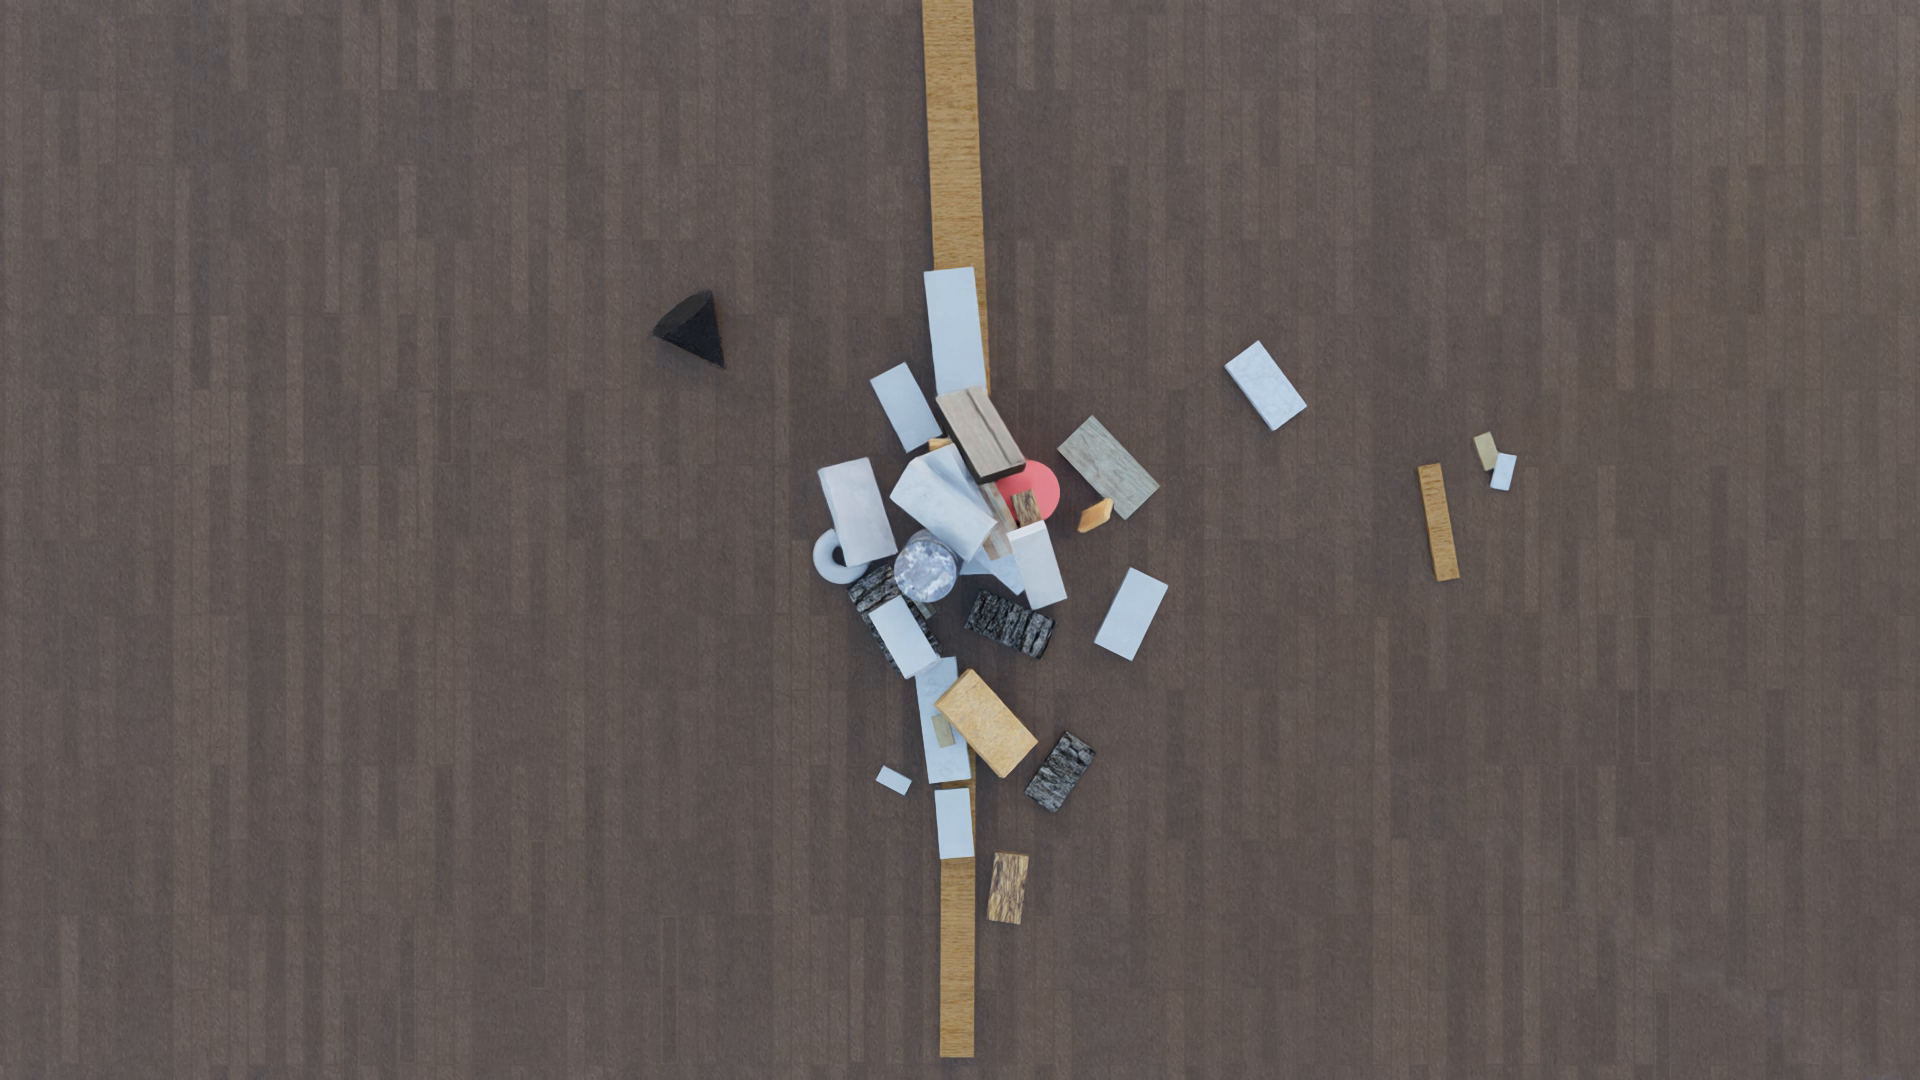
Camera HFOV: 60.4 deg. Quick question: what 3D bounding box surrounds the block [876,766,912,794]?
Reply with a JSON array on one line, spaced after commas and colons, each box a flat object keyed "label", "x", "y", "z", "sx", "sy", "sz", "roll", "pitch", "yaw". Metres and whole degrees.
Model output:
[{"label": "block", "x": -0.220, "y": 0.801, "z": 5.492, "sx": 0.107, "sy": 0.015, "sz": 0.054, "roll": 28, "pitch": 90, "yaw": 0}]

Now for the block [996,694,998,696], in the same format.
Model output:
[{"label": "block", "x": 0.073, "y": 0.540, "z": 5.469, "sx": 0.107, "sy": 0.015, "sz": 0.054, "roll": -4, "pitch": 92, "yaw": -25}]

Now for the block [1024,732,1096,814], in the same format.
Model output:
[{"label": "block", "x": 0.333, "y": 0.771, "z": 5.483, "sx": 0.123, "sy": 0.035, "sz": 0.247, "roll": 35, "pitch": 90, "yaw": 0}]

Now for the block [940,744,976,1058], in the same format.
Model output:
[{"label": "block", "x": -0.006, "y": 1.099, "z": 5.484, "sx": 0.113, "sy": 0.032, "sz": 1.233, "roll": 0, "pitch": 90, "yaw": 0}]

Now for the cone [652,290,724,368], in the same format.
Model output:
[{"label": "cone", "x": -0.846, "y": -0.658, "z": 5.447, "sx": 0.237, "sy": 0.237, "sz": 0.237, "roll": -36, "pitch": 117, "yaw": 0}]

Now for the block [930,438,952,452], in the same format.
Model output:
[{"label": "block", "x": -0.028, "y": -0.207, "z": 5.406, "sx": 0.135, "sy": 0.038, "sz": 0.271, "roll": -1, "pitch": 125, "yaw": 0}]

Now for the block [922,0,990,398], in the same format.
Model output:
[{"label": "block", "x": -0.012, "y": -1.134, "z": 5.476, "sx": 0.167, "sy": 0.047, "sz": 1.324, "roll": -3, "pitch": 90, "yaw": 0}]

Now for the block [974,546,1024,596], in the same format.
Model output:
[{"label": "block", "x": 0.125, "y": 0.015, "z": 5.411, "sx": 0.327, "sy": 0.046, "sz": 0.163, "roll": 41, "pitch": 116, "yaw": -8}]

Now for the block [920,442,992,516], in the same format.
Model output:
[{"label": "block", "x": -0.015, "y": -0.167, "z": 5.272, "sx": 0.135, "sy": 0.038, "sz": 0.269, "roll": -20, "pitch": 104, "yaw": 39}]

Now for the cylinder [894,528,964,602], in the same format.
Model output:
[{"label": "cylinder", "x": -0.099, "y": 0.080, "z": 5.376, "sx": 0.202, "sy": 0.202, "sz": 0.202, "roll": 2, "pitch": 104, "yaw": 7}]

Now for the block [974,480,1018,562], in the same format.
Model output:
[{"label": "block", "x": 0.097, "y": -0.073, "z": 5.302, "sx": 0.135, "sy": 0.038, "sz": 0.269, "roll": -19, "pitch": 104, "yaw": 39}]

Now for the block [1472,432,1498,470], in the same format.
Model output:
[{"label": "block", "x": 1.756, "y": -0.295, "z": 5.492, "sx": 0.059, "sy": 0.017, "sz": 0.117, "roll": -20, "pitch": 90, "yaw": 0}]

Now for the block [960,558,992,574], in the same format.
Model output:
[{"label": "block", "x": 0.073, "y": 0.072, "z": 5.481, "sx": 0.160, "sy": 0.023, "sz": 0.080, "roll": -2, "pitch": 101, "yaw": 0}]

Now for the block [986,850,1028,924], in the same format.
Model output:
[{"label": "block", "x": 0.158, "y": 1.155, "z": 5.484, "sx": 0.112, "sy": 0.032, "sz": 0.225, "roll": 8, "pitch": 90, "yaw": 0}]

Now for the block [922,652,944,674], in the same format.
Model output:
[{"label": "block", "x": -0.130, "y": 0.352, "z": 5.436, "sx": 0.080, "sy": 0.023, "sz": 0.160, "roll": -31, "pitch": 74, "yaw": 0}]

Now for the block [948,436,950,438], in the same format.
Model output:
[{"label": "block", "x": 0.006, "y": -0.307, "z": 5.415, "sx": 0.086, "sy": 0.024, "sz": 0.173, "roll": 0, "pitch": 102, "yaw": 0}]

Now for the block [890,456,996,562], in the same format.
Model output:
[{"label": "block", "x": -0.055, "y": -0.097, "z": 5.281, "sx": 0.335, "sy": 0.047, "sz": 0.167, "roll": 39, "pitch": 130, "yaw": 8}]

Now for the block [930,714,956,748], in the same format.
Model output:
[{"label": "block", "x": -0.055, "y": 0.626, "z": 5.420, "sx": 0.054, "sy": 0.015, "sz": 0.107, "roll": -16, "pitch": 88, "yaw": 6}]

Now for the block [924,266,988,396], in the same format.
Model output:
[{"label": "block", "x": -0.013, "y": -0.669, "z": 5.429, "sx": 0.163, "sy": 0.046, "sz": 0.439, "roll": -6, "pitch": 90, "yaw": 0}]

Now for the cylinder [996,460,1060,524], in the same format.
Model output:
[{"label": "cylinder", "x": 0.217, "y": -0.153, "z": 5.397, "sx": 0.207, "sy": 0.207, "sz": 0.207, "roll": 0, "pitch": 90, "yaw": 0}]

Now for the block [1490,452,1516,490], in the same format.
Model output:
[{"label": "block", "x": 1.805, "y": -0.227, "z": 5.479, "sx": 0.059, "sy": 0.017, "sz": 0.117, "roll": 10, "pitch": 100, "yaw": -6}]

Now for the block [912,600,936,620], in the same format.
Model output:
[{"label": "block", "x": -0.141, "y": 0.185, "z": 5.458, "sx": 0.023, "sy": 0.080, "sz": 0.160, "roll": -36, "pitch": 90, "yaw": 14}]

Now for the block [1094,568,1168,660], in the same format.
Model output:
[{"label": "block", "x": 0.567, "y": 0.246, "z": 5.480, "sx": 0.139, "sy": 0.039, "sz": 0.277, "roll": 26, "pitch": 90, "yaw": 0}]

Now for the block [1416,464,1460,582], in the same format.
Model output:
[{"label": "block", "x": 1.591, "y": -0.059, "z": 5.490, "sx": 0.074, "sy": 0.021, "sz": 0.387, "roll": -10, "pitch": 90, "yaw": 0}]

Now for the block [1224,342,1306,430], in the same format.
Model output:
[{"label": "block", "x": 1.015, "y": -0.512, "z": 5.481, "sx": 0.135, "sy": 0.038, "sz": 0.271, "roll": -37, "pitch": 90, "yaw": 0}]

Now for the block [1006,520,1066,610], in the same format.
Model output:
[{"label": "block", "x": 0.251, "y": 0.086, "z": 5.329, "sx": 0.123, "sy": 0.404, "sz": 0.035, "roll": -20, "pitch": 52, "yaw": 0}]

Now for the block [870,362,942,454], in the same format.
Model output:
[{"label": "block", "x": -0.179, "y": -0.440, "z": 5.481, "sx": 0.135, "sy": 0.038, "sz": 0.269, "roll": -27, "pitch": 90, "yaw": 0}]

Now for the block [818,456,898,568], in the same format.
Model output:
[{"label": "block", "x": -0.336, "y": -0.092, "z": 5.433, "sx": 0.167, "sy": 0.047, "sz": 0.335, "roll": -16, "pitch": 87, "yaw": -27}]

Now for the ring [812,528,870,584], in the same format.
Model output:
[{"label": "ring", "x": -0.392, "y": 0.051, "z": 5.468, "sx": 0.191, "sy": 0.064, "sz": 0.191, "roll": 0, "pitch": 90, "yaw": -4}]

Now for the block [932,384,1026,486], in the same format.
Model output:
[{"label": "block", "x": 0.062, "y": -0.338, "z": 5.283, "sx": 0.167, "sy": 0.047, "sz": 0.335, "roll": -18, "pitch": 61, "yaw": -20}]

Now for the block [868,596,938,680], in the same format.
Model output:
[{"label": "block", "x": -0.184, "y": 0.316, "z": 5.373, "sx": 0.123, "sy": 0.035, "sz": 0.247, "roll": -31, "pitch": 75, "yaw": 0}]

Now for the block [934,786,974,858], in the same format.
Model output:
[{"label": "block", "x": -0.018, "y": 0.935, "z": 5.452, "sx": 0.113, "sy": 0.032, "sz": 0.225, "roll": -5, "pitch": 90, "yaw": 0}]

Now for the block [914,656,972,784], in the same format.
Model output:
[{"label": "block", "x": -0.058, "y": 0.593, "z": 5.448, "sx": 0.139, "sy": 0.039, "sz": 0.404, "roll": -8, "pitch": 89, "yaw": 7}]

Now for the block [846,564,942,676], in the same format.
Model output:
[{"label": "block", "x": -0.219, "y": 0.261, "z": 5.433, "sx": 0.167, "sy": 0.047, "sz": 0.335, "roll": -32, "pitch": 75, "yaw": 0}]

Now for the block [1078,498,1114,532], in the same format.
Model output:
[{"label": "block", "x": 0.445, "y": -0.080, "z": 5.419, "sx": 0.021, "sy": 0.148, "sz": 0.074, "roll": 27, "pitch": 62, "yaw": -21}]

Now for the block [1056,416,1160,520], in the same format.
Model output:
[{"label": "block", "x": 0.492, "y": -0.240, "z": 5.477, "sx": 0.163, "sy": 0.046, "sz": 0.327, "roll": -44, "pitch": 90, "yaw": 0}]

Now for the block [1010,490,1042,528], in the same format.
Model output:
[{"label": "block", "x": 0.220, "y": -0.082, "z": 5.283, "sx": 0.074, "sy": 0.021, "sz": 0.148, "roll": -19, "pitch": 90, "yaw": 0}]

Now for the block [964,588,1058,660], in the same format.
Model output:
[{"label": "block", "x": 0.169, "y": 0.281, "z": 5.480, "sx": 0.277, "sy": 0.039, "sz": 0.139, "roll": 23, "pitch": 90, "yaw": 0}]

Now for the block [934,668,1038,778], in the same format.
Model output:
[{"label": "block", "x": 0.085, "y": 0.603, "z": 5.422, "sx": 0.167, "sy": 0.047, "sz": 0.335, "roll": -45, "pitch": 101, "yaw": -17}]
